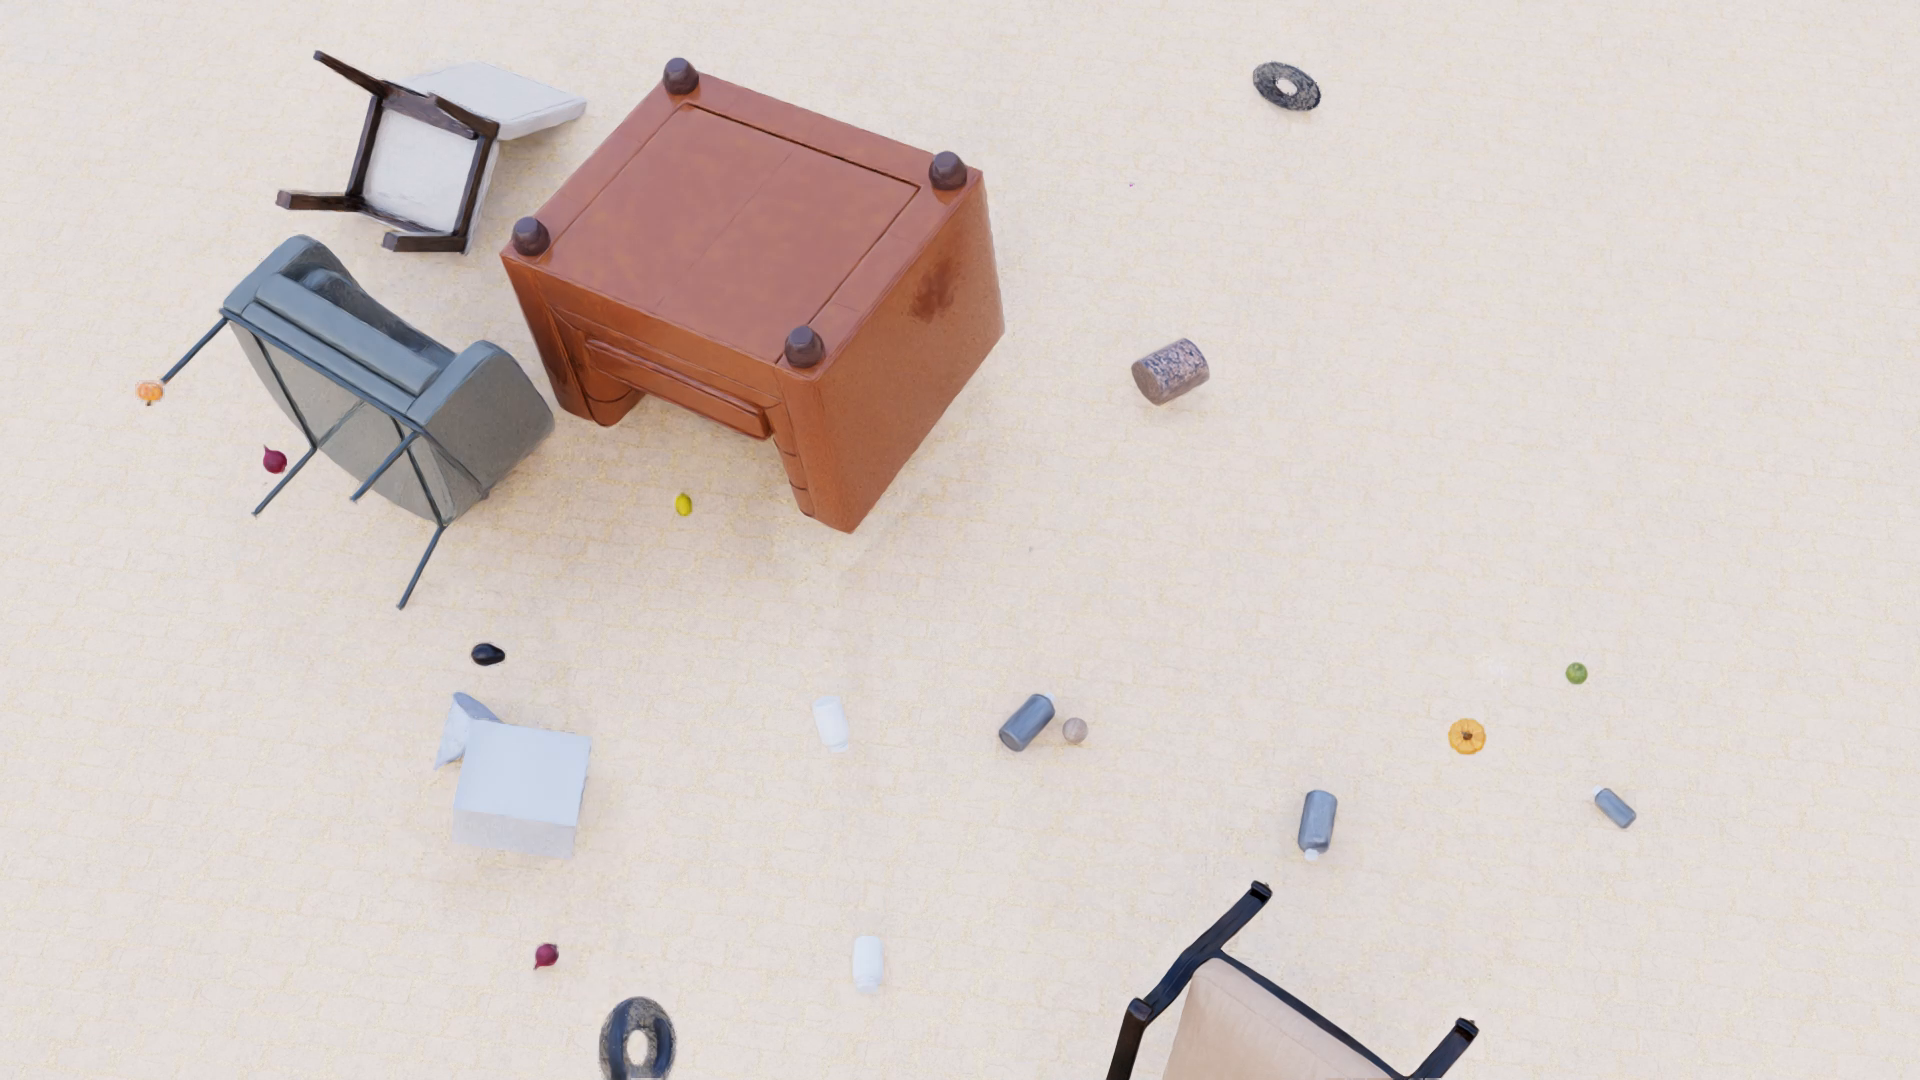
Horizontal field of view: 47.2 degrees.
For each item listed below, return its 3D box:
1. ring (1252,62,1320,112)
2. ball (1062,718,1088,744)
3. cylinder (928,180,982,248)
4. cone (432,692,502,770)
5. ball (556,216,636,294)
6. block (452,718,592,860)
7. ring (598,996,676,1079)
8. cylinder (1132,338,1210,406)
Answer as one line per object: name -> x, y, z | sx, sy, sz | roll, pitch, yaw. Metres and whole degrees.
ring -> 1.119, -1.554, 7.539 | 0.270, 0.144, 0.062 | 31, 28, 25
ball -> 0.323, 0.535, 6.171 | 0.074, 0.074, 0.074 | 0, 56, 0
cylinder -> -0.019, -1.065, 7.176 | 0.145, 0.094, 0.201 | 16, 43, -42
cone -> -1.404, 0.566, 6.137 | 0.186, 0.216, 0.211 | 41, 92, 2
ball -> -1.166, -0.912, 7.035 | 0.250, 0.250, 0.250 | 0, 56, 0
block -> -1.186, 0.677, 5.957 | 0.323, 0.207, 0.270 | 10, 55, -7
ring -> -0.782, 1.230, 5.334 | 0.186, 0.127, 0.244 | 6, 75, -25
cylinder -> 0.656, -0.522, 6.839 | 0.178, 0.139, 0.170 | -27, 45, -17
